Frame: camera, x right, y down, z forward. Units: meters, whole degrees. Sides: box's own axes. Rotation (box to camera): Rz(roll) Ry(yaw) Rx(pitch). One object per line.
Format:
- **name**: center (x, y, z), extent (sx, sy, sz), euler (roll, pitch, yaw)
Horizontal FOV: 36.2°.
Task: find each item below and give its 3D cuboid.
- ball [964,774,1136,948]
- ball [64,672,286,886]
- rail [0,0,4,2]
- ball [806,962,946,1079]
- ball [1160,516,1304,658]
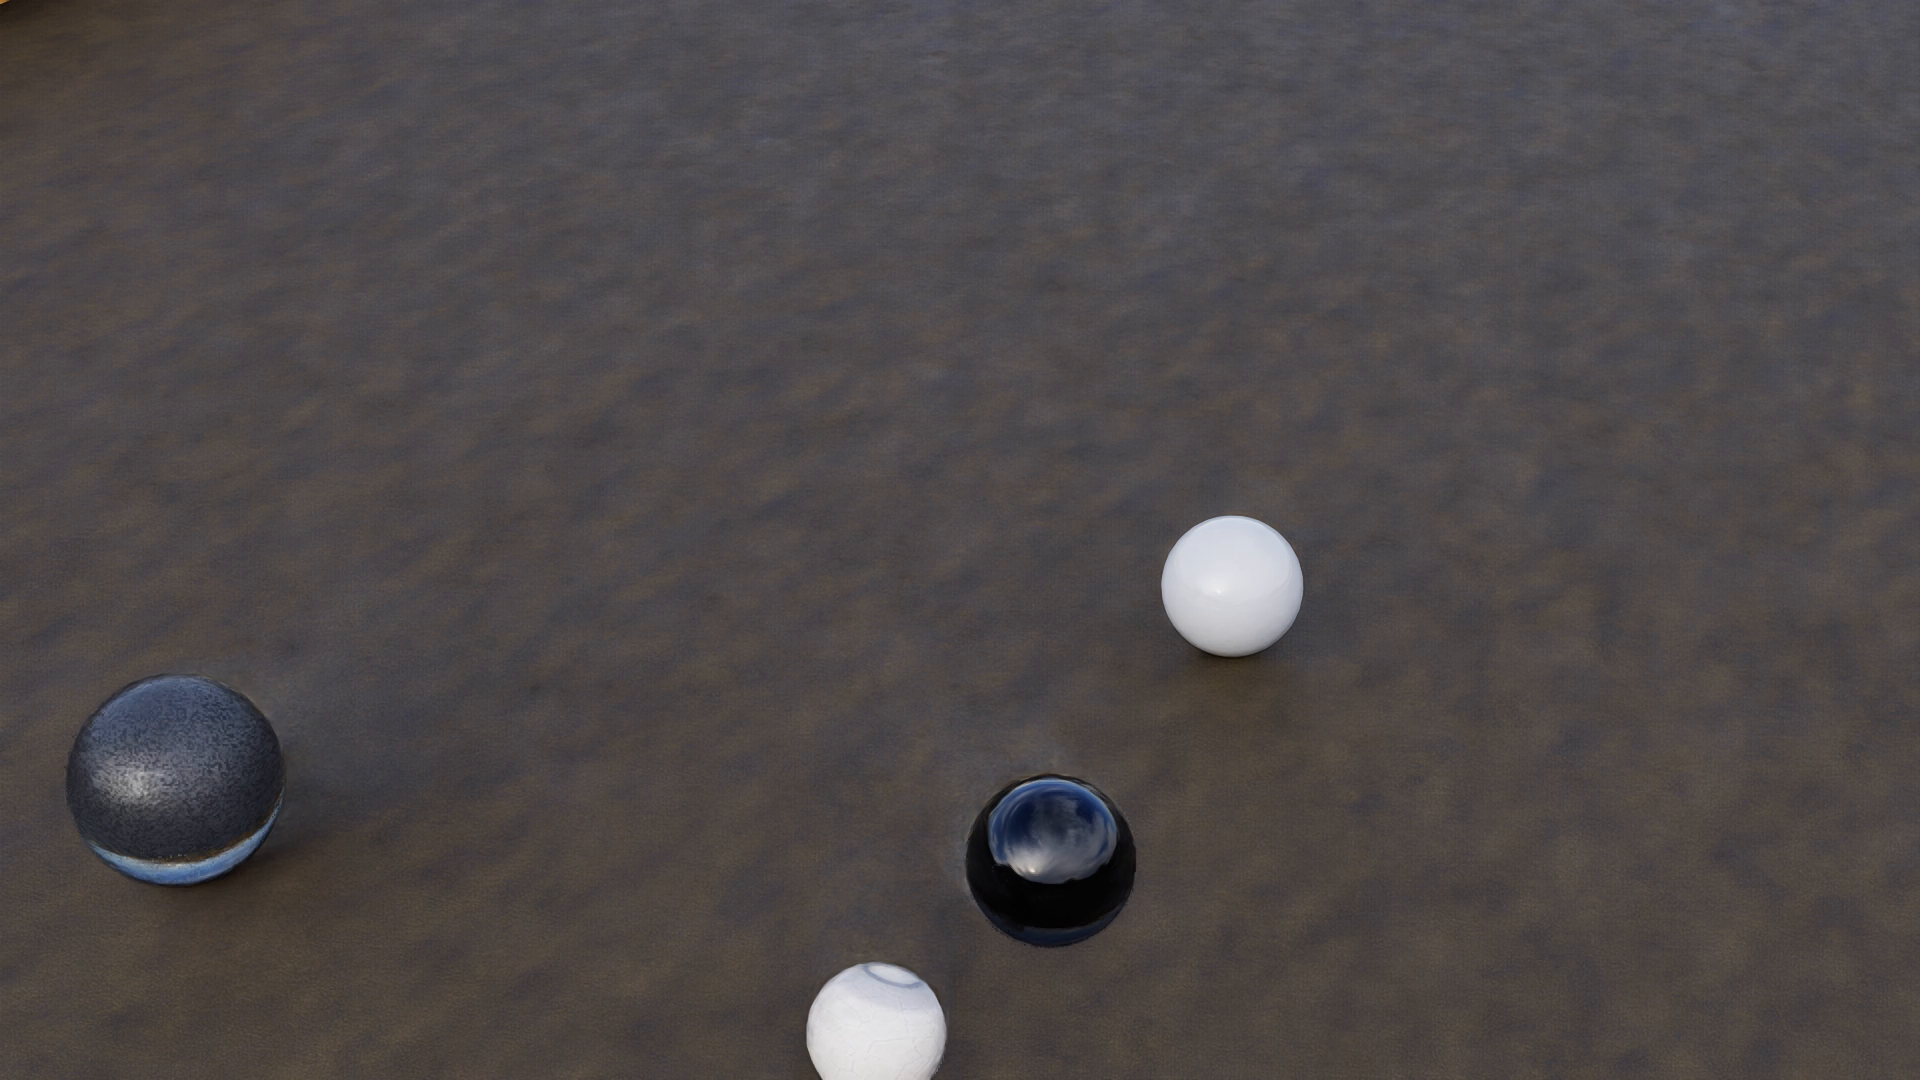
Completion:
- **ball**: center (0.041, 0.145, 1.330), extent (0.078, 0.078, 0.078), euler (0, 30, 0)
- **ball**: center (-0.364, 0.111, 1.367), extent (0.099, 0.099, 0.099), euler (0, 30, 0)
- **rail**: center (-0.487, -0.768, 2.863), extent (0.045, 0.129, 4.380), euler (15, 33, 24)
- **ball**: center (-0.035, 0.208, 1.240), extent (0.059, 0.059, 0.059), euler (0, 30, 0)
- **ball**: center (0.143, 0.024, 1.543), extent (0.075, 0.075, 0.075), euler (0, 30, 0)
